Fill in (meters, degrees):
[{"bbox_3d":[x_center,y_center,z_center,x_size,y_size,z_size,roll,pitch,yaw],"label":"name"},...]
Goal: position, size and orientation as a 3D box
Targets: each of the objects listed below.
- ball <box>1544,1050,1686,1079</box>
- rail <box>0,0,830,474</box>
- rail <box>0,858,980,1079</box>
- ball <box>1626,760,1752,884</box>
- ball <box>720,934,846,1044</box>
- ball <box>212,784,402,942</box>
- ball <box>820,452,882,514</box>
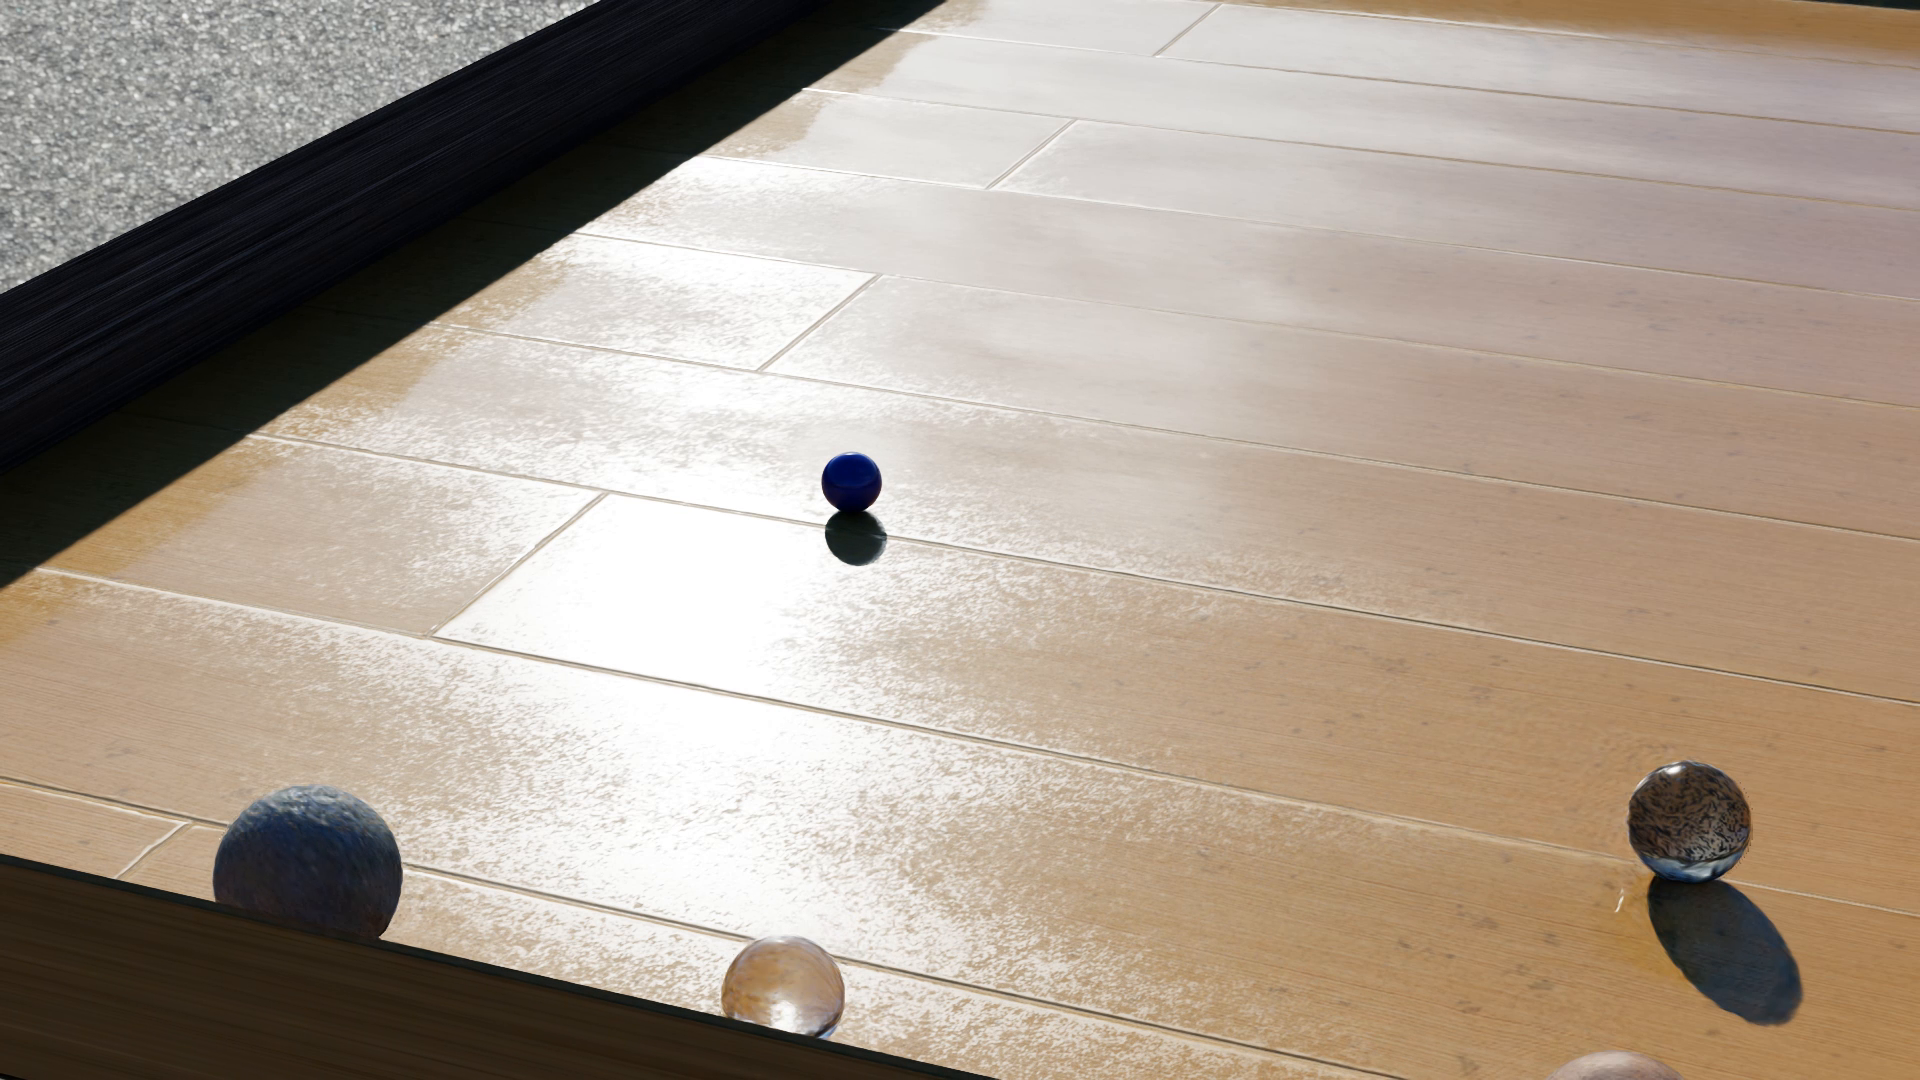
[{"bbox_3d":[0.291,0.270,1.301,0.088,0.088,0.088,0,24,0],"label":"ball"},{"bbox_3d":[-0.389,-0.394,2.715,0.045,0.127,2.745,9,26,19],"label":"rail"},{"bbox_3d":[-0.242,0.228,1.344,1.420,0.127,0.045,9,26,19],"label":"rail"},{"bbox_3d":[0.393,0.152,1.587,0.066,0.066,0.066,0,24,0],"label":"ball"},{"bbox_3d":[-0.086,0.223,1.438,0.061,0.061,0.061,0,24,0],"label":"ball"},{"bbox_3d":[-0.334,0.173,1.506,0.095,0.095,0.095,0,24,0],"label":"ball"},{"bbox_3d":[-0.075,-0.040,2.039,0.043,0.043,0.043,0,24,0],"label":"ball"}]
